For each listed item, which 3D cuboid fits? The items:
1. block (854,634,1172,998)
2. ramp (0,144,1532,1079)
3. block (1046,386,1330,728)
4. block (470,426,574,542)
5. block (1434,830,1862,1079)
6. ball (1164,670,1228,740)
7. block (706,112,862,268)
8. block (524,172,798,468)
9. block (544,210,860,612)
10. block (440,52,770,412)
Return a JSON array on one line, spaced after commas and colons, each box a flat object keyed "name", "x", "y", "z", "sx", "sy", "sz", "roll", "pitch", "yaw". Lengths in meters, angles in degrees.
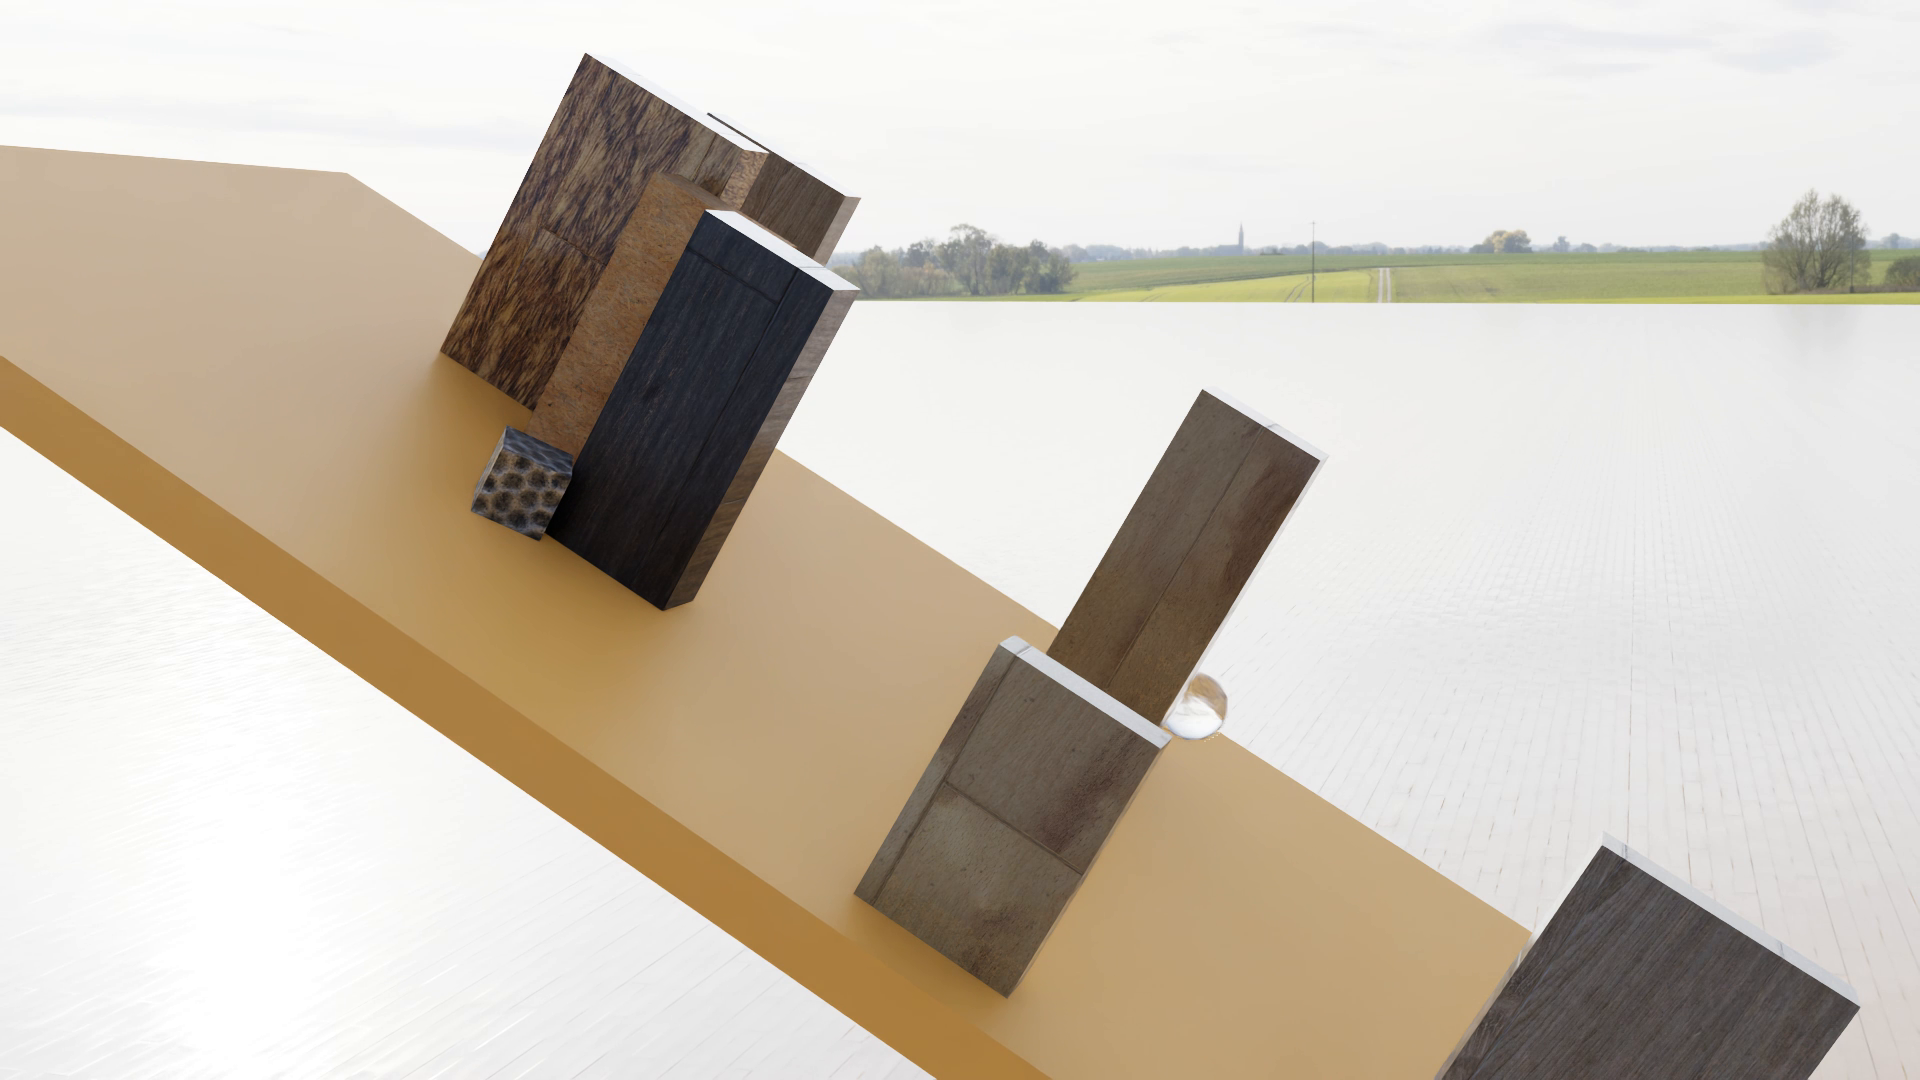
[{"name": "block", "x": 0.074, "y": 0.401, "z": 3.195, "sx": 0.273, "sy": 0.443, "sz": 0.084, "roll": 33, "pitch": 15, "yaw": 11}, {"name": "ramp", "x": -0.183, "y": 0.301, "z": 4.127, "sx": 4.000, "sy": 0.100, "sz": 2.000, "roll": 33, "pitch": 15, "yaw": 11}, {"name": "block", "x": 0.440, "y": 0.067, "z": 4.477, "sx": 0.274, "sy": 0.717, "sz": 0.131, "roll": 33, "pitch": 15, "yaw": 11}, {"name": "block", "x": -0.773, "y": -0.101, "z": 3.890, "sx": 0.130, "sy": 0.130, "sz": 0.130, "roll": 25, "pitch": 15, "yaw": -16}, {"name": "block", "x": 0.935, "y": 0.792, "z": 3.178, "sx": 0.403, "sy": 0.620, "sz": 0.085, "roll": 33, "pitch": 15, "yaw": 11}, {"name": "ball", "x": 0.503, "y": 0.357, "z": 4.754, "sx": 0.151, "sy": 0.151, "sz": 0.151, "roll": 0, "pitch": 7, "yaw": 0}, {"name": "block", "x": -0.538, "y": -0.575, "z": 4.907, "sx": 0.371, "sy": 0.645, "sz": 0.103, "roll": 33, "pitch": 15, "yaw": 11}, {"name": "block", "x": -0.588, "y": -0.382, "z": 4.272, "sx": 0.280, "sy": 0.591, "sz": 0.121, "roll": 33, "pitch": 15, "yaw": 11}, {"name": "block", "x": -0.460, "y": -0.227, "z": 3.873, "sx": 0.271, "sy": 0.650, "sz": 0.131, "roll": 33, "pitch": 15, "yaw": 11}, {"name": "block", "x": -0.730, "y": -0.585, "z": 4.485, "sx": 0.393, "sy": 0.689, "sz": 0.128, "roll": 33, "pitch": 15, "yaw": 11}]
